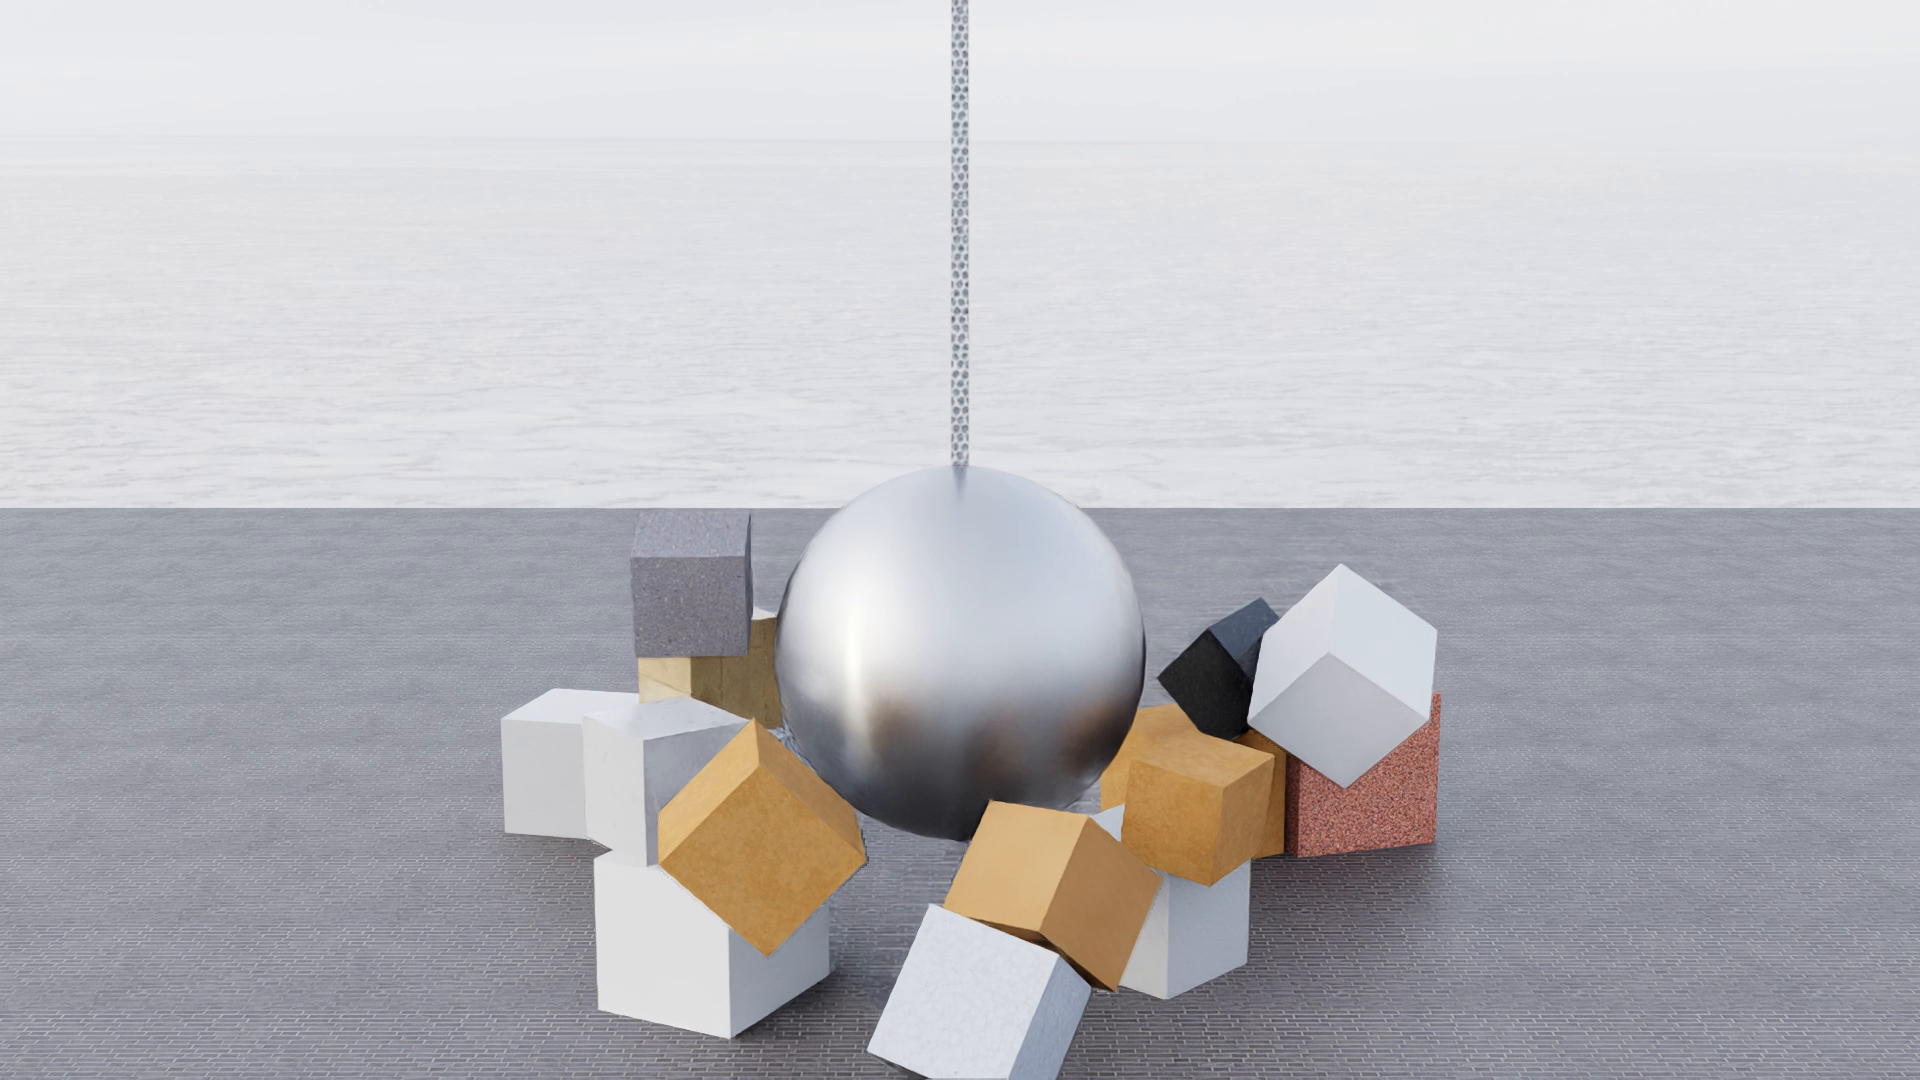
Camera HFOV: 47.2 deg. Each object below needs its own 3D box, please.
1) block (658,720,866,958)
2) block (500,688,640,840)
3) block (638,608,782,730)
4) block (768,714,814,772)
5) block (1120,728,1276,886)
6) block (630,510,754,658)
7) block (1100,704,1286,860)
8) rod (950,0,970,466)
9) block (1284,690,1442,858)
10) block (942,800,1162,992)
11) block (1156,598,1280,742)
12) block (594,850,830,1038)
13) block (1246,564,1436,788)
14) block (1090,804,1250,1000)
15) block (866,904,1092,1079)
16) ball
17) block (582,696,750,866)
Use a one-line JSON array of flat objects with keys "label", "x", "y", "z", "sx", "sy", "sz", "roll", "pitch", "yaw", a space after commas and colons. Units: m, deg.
[{"label": "block", "x": -0.756, "y": 1.119, "z": 8.319, "sx": 0.549, "sy": 0.527, "sz": 0.512, "roll": 44, "pitch": 5, "yaw": -16}, {"label": "block", "x": -1.940, "y": 1.164, "z": 11.480, "sx": 0.660, "sy": 0.602, "sz": 0.652, "roll": 2, "pitch": 11, "yaw": 13}, {"label": "block", "x": -1.269, "y": 0.652, "z": 11.139, "sx": 0.518, "sy": 0.577, "sz": 0.550, "roll": -8, "pitch": 13, "yaw": -35}, {"label": "block", "x": -1.144, "y": 1.215, "z": 11.274, "sx": 0.685, "sy": 0.576, "sz": 0.594, "roll": 4, "pitch": 11, "yaw": 19}, {"label": "block", "x": 0.978, "y": 1.093, "z": 9.060, "sx": 0.419, "sy": 0.429, "sz": 0.496, "roll": 15, "pitch": 18, "yaw": 29}, {"label": "block", "x": -1.285, "y": 0.207, "z": 10.600, "sx": 0.531, "sy": 0.518, "sz": 0.556, "roll": -1, "pitch": 23, "yaw": -2}, {"label": "block", "x": 1.165, "y": 1.222, "z": 11.032, "sx": 0.651, "sy": 0.648, "sz": 0.661, "roll": -6, "pitch": 12, "yaw": -30}, {"label": "rod", "x": 0.000, "y": -2.890, "z": 9.855, "sx": 0.080, "sy": 5.200, "sz": 0.080, "roll": 0, "pitch": -7, "yaw": 0}, {"label": "block", "x": 1.910, "y": 1.102, "z": 11.341, "sx": 0.773, "sy": 0.773, "sz": 0.835, "roll": -3, "pitch": 11, "yaw": -18}, {"label": "block", "x": 0.346, "y": 1.338, "z": 8.287, "sx": 0.500, "sy": 0.471, "sz": 0.514, "roll": 2, "pitch": -32, "yaw": 45}, {"label": "block", "x": 1.354, "y": 0.647, "z": 10.648, "sx": 0.519, "sy": 0.461, "sz": 0.423, "roll": -24, "pitch": -20, "yaw": -50}, {"label": "block", "x": -1.017, "y": 1.571, "z": 9.126, "sx": 0.642, "sy": 0.644, "sz": 0.768, "roll": 5, "pitch": 12, "yaw": 27}, {"label": "block", "x": 1.775, "y": 0.629, "z": 10.194, "sx": 0.572, "sy": 0.590, "sz": 0.643, "roll": 34, "pitch": 38, "yaw": -11}, {"label": "block", "x": 0.811, "y": 1.537, "z": 9.462, "sx": 0.649, "sy": 0.588, "sz": 0.575, "roll": 10, "pitch": 14, "yaw": 42}, {"label": "block", "x": 0.080, "y": 1.698, "z": 7.795, "sx": 0.503, "sy": 0.550, "sz": 0.571, "roll": 18, "pitch": -17, "yaw": 22}, {"label": "ball", "x": 0.000, "y": 0.482, "z": 9.422, "sx": 1.600, "sy": 1.600, "sz": 1.600, "roll": 0, "pitch": 10, "yaw": 0}, {"label": "block", "x": -1.208, "y": 0.986, "z": 9.081, "sx": 0.496, "sy": 0.523, "sz": 0.508, "roll": -8, "pitch": 13, "yaw": -36}]
